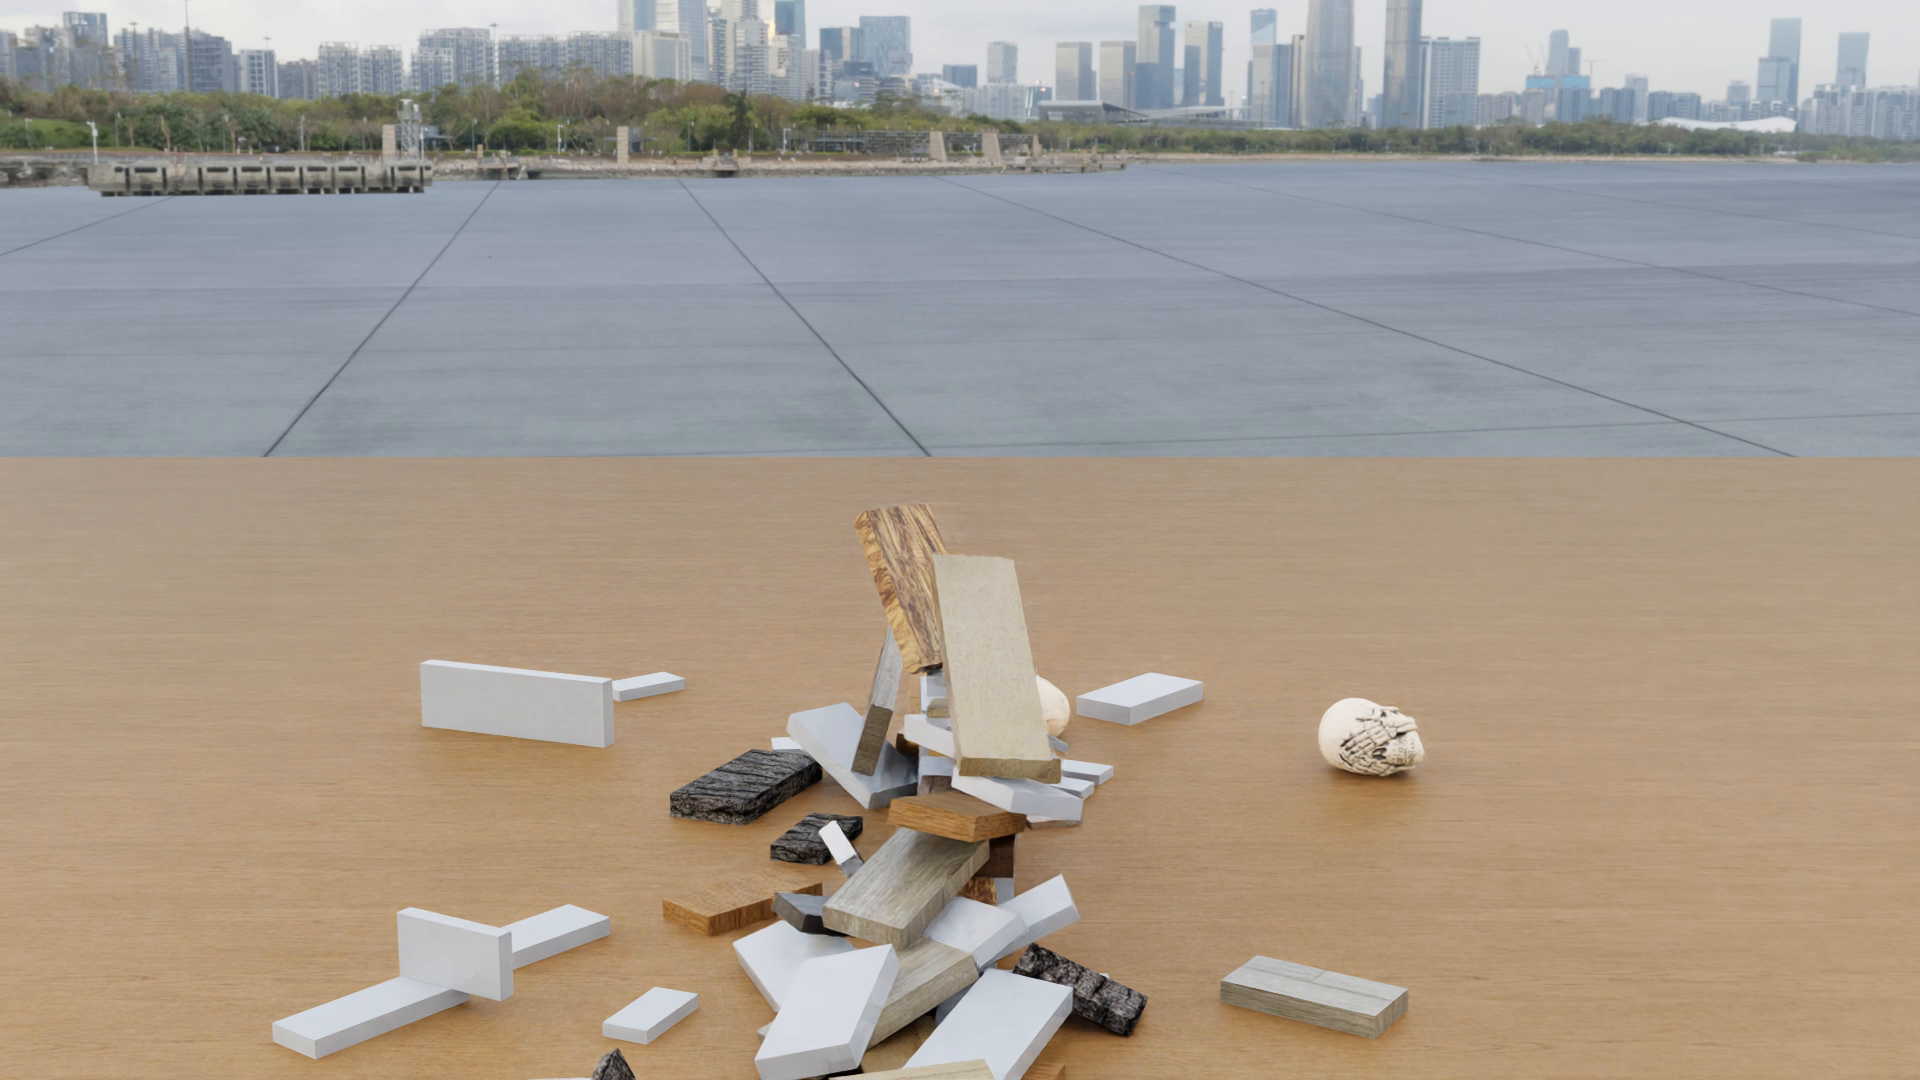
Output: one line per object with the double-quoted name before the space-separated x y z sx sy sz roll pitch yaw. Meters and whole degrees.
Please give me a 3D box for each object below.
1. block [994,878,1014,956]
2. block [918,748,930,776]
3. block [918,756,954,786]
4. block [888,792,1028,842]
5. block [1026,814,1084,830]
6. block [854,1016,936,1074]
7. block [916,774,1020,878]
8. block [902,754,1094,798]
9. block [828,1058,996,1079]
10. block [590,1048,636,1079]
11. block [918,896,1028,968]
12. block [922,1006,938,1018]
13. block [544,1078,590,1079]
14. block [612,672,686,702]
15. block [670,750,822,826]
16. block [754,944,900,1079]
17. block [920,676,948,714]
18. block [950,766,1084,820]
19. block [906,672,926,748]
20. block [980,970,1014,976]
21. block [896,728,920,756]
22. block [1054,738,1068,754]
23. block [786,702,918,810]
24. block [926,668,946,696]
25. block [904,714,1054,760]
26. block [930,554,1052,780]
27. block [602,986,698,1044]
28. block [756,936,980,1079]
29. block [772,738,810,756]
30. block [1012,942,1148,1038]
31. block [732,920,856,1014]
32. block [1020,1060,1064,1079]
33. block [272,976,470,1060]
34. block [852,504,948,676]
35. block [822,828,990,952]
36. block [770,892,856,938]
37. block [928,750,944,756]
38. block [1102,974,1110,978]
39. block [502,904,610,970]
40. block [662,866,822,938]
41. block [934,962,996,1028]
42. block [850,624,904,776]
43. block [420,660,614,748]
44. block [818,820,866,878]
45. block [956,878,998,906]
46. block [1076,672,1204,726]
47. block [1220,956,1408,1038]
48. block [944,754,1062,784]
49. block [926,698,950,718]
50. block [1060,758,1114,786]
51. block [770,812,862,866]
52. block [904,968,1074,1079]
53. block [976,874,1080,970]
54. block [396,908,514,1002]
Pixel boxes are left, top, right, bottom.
"block" 0.001 0.544 3.537 0.171 0.048 0.341 0 26 2
"block" 0.005 0.425 4.103 0.163 0.046 0.327 0 33 0
"block" 0.010 0.491 3.745 0.171 0.048 0.341 0 31 2
"block" 0.000 0.416 3.315 0.132 0.037 0.265 10 -1 19
"block" 0.170 0.514 4.039 0.101 0.014 0.050 -3 11 -17
"block" -0.077 0.706 2.954 0.120 0.034 0.240 -2 11 -11
"block" 0.009 0.455 3.524 0.171 0.048 0.341 1 12 4
"block" 0.006 0.447 4.266 0.515 0.021 0.072 7 11 23
"block" -0.056 0.691 2.743 0.203 0.023 0.082 -4 19 -15
"block" -0.439 0.714 2.773 0.023 0.082 0.165 -27 8 8
"block" 0.008 0.558 3.148 0.093 0.026 0.186 -35 17 -25
"block" -0.003 0.620 3.236 0.103 0.029 0.207 0 31 2
"block" -0.666 0.733 2.804 0.399 0.034 0.120 -1 11 -5
"block" -0.721 0.332 4.989 0.175 0.025 0.087 -9 14 -40
"block" -0.404 0.470 4.197 0.154 0.044 0.326 4 11 22
"block" -0.175 0.635 2.958 0.132 0.037 0.265 -14 15 15
"block" 0.001 0.299 4.023 0.145 0.041 0.291 0 8 -1
"block" 0.087 0.397 3.454 0.118 0.033 0.249 10 -1 -21
"block" -0.013 0.281 4.242 0.163 0.046 0.327 1 33 1
"block" 0.100 0.644 3.143 0.141 0.020 0.071 7 25 -39
"block" -0.033 0.391 4.437 0.142 0.040 0.284 6 6 8
"block" 0.132 0.336 3.839 0.115 0.016 0.058 27 -1 43
"block" -0.200 0.414 4.240 0.138 0.039 0.275 -9 35 -39
"block" 0.007 0.244 4.120 0.138 0.039 0.275 0 9 0
"block" 0.028 0.332 3.710 0.145 0.041 0.291 -1 4 -24
"block" 0.045 0.200 3.632 0.142 0.040 0.505 3 38 -10
"block" -0.441 0.678 3.139 0.072 0.020 0.144 4 11 23
"block" -0.126 0.641 3.032 0.281 0.040 0.140 -27 17 -31
"block" -0.296 0.425 4.492 0.175 0.025 0.087 -1 11 -8
"block" 0.171 0.642 3.142 0.186 0.026 0.093 23 16 11
"block" -0.229 0.628 3.238 0.140 0.040 0.281 -23 17 -15
"block" 0.083 0.723 2.896 0.072 0.020 0.144 4 11 19
"block" -0.839 0.674 3.143 0.098 0.028 0.267 8 13 37
"block" -0.076 0.088 4.056 0.154 0.309 0.044 -8 -19 -42
"block" -0.076 0.502 3.238 0.132 0.037 0.265 12 28 26
"block" -0.174 0.566 3.295 0.196 0.028 0.098 12 5 -33
"block" -0.008 0.412 3.977 0.104 0.030 0.209 4 24 8
"block" 0.152 0.661 3.230 0.141 0.020 0.071 -1 11 -5
"block" -0.654 0.619 3.437 0.098 0.028 0.196 9 14 39
"block" -0.354 0.588 3.588 0.236 0.033 0.118 -10 15 -43
"block" 0.008 0.654 3.129 0.072 0.020 0.144 3 31 7
"block" -0.153 0.308 4.251 0.044 0.154 0.309 16 27 -3
"block" -0.934 0.342 4.625 0.449 0.138 0.039 4 11 22
"block" -0.168 0.536 3.569 0.033 0.118 0.236 -35 11 -6
"block" -0.001 0.530 3.365 0.103 0.029 0.207 -1 12 -2
"block" 0.399 0.349 4.855 0.142 0.040 0.284 8 13 38
"block" 0.514 0.661 3.192 0.240 0.034 0.120 7 13 33
"block" 0.059 0.366 3.817 0.145 0.041 0.425 0 4 -10
"block" -0.023 0.293 3.839 0.058 0.016 0.115 1 5 5
"block" 0.222 0.456 4.337 0.145 0.021 0.072 5 12 26
"block" -0.254 0.531 3.912 0.098 0.028 0.196 3 11 17
"block" -0.002 0.693 2.835 0.126 0.036 0.501 9 20 22
"block" 0.008 0.588 3.165 0.339 0.026 0.093 -27 20 2
"block" -0.734 0.600 3.193 0.195 0.098 0.028 6 12 30
